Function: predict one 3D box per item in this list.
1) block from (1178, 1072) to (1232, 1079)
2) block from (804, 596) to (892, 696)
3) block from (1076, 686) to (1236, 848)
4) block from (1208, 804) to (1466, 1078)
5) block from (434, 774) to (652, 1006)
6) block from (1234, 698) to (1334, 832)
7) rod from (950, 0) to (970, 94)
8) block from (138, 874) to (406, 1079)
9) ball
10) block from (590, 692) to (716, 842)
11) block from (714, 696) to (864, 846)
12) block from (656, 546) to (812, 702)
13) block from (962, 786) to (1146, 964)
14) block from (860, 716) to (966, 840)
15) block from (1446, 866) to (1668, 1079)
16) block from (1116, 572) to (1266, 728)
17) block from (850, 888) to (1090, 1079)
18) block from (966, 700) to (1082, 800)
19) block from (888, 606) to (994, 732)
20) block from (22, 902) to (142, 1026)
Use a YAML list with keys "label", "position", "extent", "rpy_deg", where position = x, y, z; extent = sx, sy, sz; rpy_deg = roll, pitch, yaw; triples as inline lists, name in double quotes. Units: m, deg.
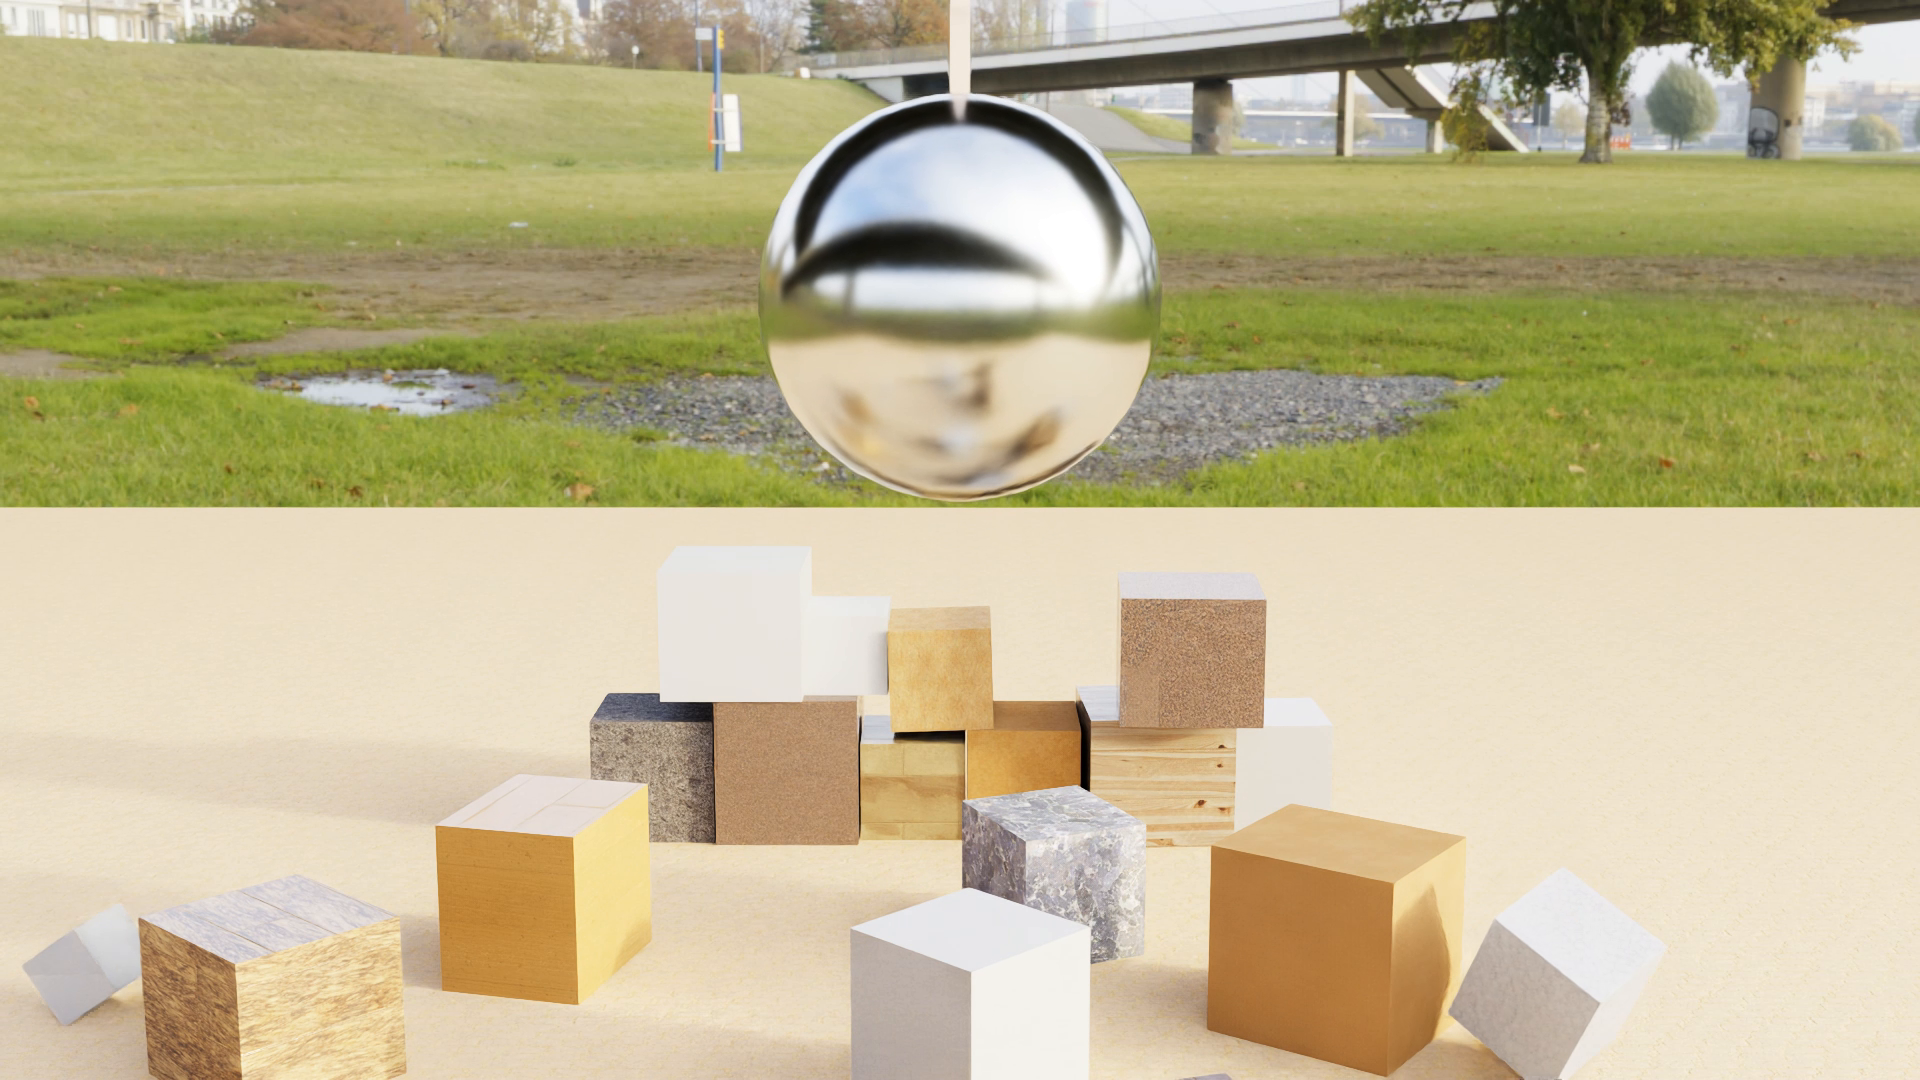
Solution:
- label: "block"
  position: [0.644, 2.044, 6.582]
  extent: [0.580, 0.622, 0.613]
  rpy_deg: [-3, 11, -17]
- label: "block"
  position: [-0.573, 0.538, 11.282]
  extent: [0.421, 0.408, 0.485]
  rpy_deg: [0, 10, 1]
- label: "block"
  position: [0.996, 1.156, 11.352]
  extent: [0.730, 0.663, 0.718]
  rpy_deg: [-1, 10, -3]
- label: "block"
  position: [1.503, 1.571, 8.774]
  extent: [0.778, 0.770, 0.683]
  rpy_deg: [7, 13, 35]
- label: "block"
  position: [-1.768, 1.478, 9.422]
  extent: [0.618, 0.721, 0.773]
  rpy_deg: [3, 11, 15]
- label: "block"
  position: [1.618, 1.181, 11.382]
  extent: [0.500, 0.604, 0.562]
  rpy_deg: [0, 10, -2]
- label: "rod"
  position: [0.000, -4.280, 9.404]
  extent: [0.080, 5.200, 0.080]
  rpy_deg: [0, -12, 0]
- label: "block"
  position: [-2.600, 1.724, 8.326]
  extent: [0.715, 0.629, 0.673]
  rpy_deg: [9, 14, 42]
- label: "ball"
  position: [0.000, -0.953, 8.705]
  extent: [1.600, 1.600, 1.600]
  rpy_deg: [0, 10, 0]
- label: "block"
  position: [-1.550, 1.170, 11.376]
  extent: [0.619, 0.628, 0.597]
  rpy_deg: [0, 10, 0]
- label: "block"
  position: [-0.871, 1.107, 11.384]
  extent: [0.718, 0.749, 0.726]
  rpy_deg: [0, 10, 0]
- label: "block"
  position: [-1.137, 0.419, 11.240]
  extent: [0.707, 0.657, 0.714]
  rpy_deg: [0, 10, 1]
- label: "block"
  position: [0.407, 1.488, 9.717]
  extent: [0.580, 0.595, 0.643]
  rpy_deg: [-5, 11, -24]
- label: "block"
  position: [-0.238, 1.227, 11.404]
  extent: [0.531, 0.506, 0.559]
  rpy_deg: [0, 10, 0]
- label: "block"
  position: [2.238, 1.656, 8.268]
  extent: [0.465, 0.545, 0.478]
  rpy_deg: [-24, 51, -39]
- label: "block"
  position: [1.151, 0.543, 11.066]
  extent: [0.705, 0.646, 0.675]
  rpy_deg: [0, 10, 2]
- label: "block"
  position: [0.037, 1.745, 8.023]
  extent: [0.615, 0.696, 0.616]
  rpy_deg: [10, 14, 44]
- label: "block"
  position: [0.323, 1.190, 11.403]
  extent: [0.572, 0.578, 0.606]
  rpy_deg: [0, 10, 0]
- label: "block"
  position: [-0.095, 0.656, 11.296]
  extent: [0.518, 0.520, 0.543]
  rpy_deg: [-2, 10, 1]
- label: "block"
  position: [-3.521, 1.721, 8.921]
  extent: [0.310, 0.301, 0.310]
  rpy_deg: [-33, 2, 17]
